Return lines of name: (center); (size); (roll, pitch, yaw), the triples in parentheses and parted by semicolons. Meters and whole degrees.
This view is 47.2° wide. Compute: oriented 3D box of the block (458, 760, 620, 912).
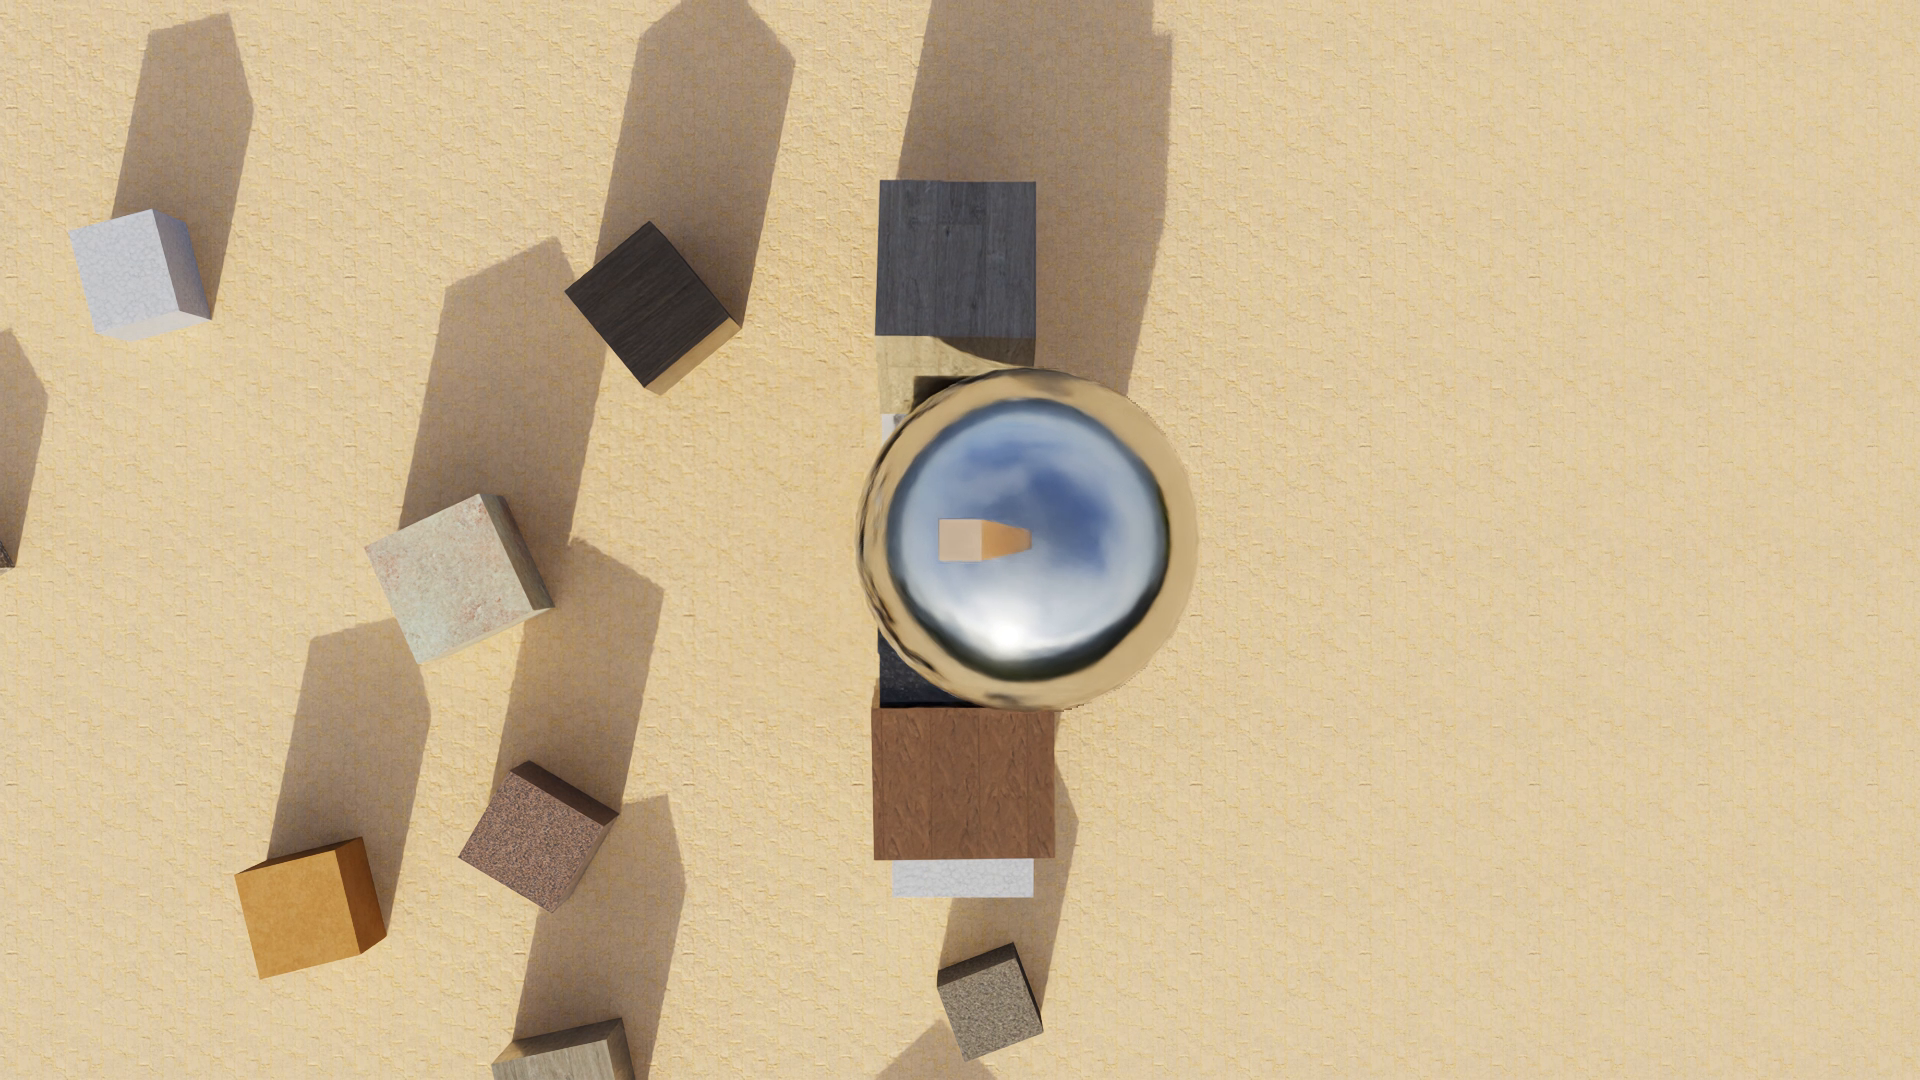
block: (-2.424, 1.705, 12.709); (0.622, 0.583, 0.572); (31, 90, 0)

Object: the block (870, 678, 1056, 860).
block: (0.017, 1.204, 11.742); (0.944, 0.740, 0.811); (-1, 99, 0)

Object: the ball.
ball: (0.306, 0.000, 10.187); (1.600, 1.600, 1.600); (0, 90, 0)

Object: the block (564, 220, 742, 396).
block: (-1.753, -1.320, 12.653); (0.623, 0.695, 0.704); (-40, 90, 0)

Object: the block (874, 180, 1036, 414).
block: (-0.017, -1.274, 11.712); (0.817, 0.949, 0.903); (1, 69, 0)

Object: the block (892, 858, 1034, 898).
block: (0.016, 1.610, 12.586); (0.781, 0.828, 0.736); (0, 90, 0)

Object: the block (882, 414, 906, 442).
block: (-0.010, -0.797, 12.587); (0.843, 0.826, 0.712); (0, 90, 0)

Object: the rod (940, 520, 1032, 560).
rod: (0.132, 0.000, 6.791); (0.080, 5.200, 0.080); (0, 90, 3)

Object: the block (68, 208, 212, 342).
block: (-4.736, -1.524, 12.727); (0.492, 0.546, 0.599); (-15, 90, 0)

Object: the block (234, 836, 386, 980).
block: (-3.745, 2.118, 12.712); (0.586, 0.575, 0.610); (-14, 90, 0)

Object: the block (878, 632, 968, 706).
block: (-0.022, 0.442, 11.686); (0.797, 0.741, 0.715); (-1, 99, 0)

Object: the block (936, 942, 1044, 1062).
block: (0.172, 2.674, 12.753); (0.481, 0.495, 0.455); (-21, 90, 0)

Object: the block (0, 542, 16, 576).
block: (-5.897, 0.062, 12.780); (0.450, 0.440, 0.479); (-29, 90, 0)

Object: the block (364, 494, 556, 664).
block: (-2.869, 0.218, 12.663); (0.714, 0.674, 0.724); (-25, 90, 0)

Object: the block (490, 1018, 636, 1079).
block: (-2.265, 3.163, 12.710); (0.667, 0.579, 0.554); (-12, 90, 0)
